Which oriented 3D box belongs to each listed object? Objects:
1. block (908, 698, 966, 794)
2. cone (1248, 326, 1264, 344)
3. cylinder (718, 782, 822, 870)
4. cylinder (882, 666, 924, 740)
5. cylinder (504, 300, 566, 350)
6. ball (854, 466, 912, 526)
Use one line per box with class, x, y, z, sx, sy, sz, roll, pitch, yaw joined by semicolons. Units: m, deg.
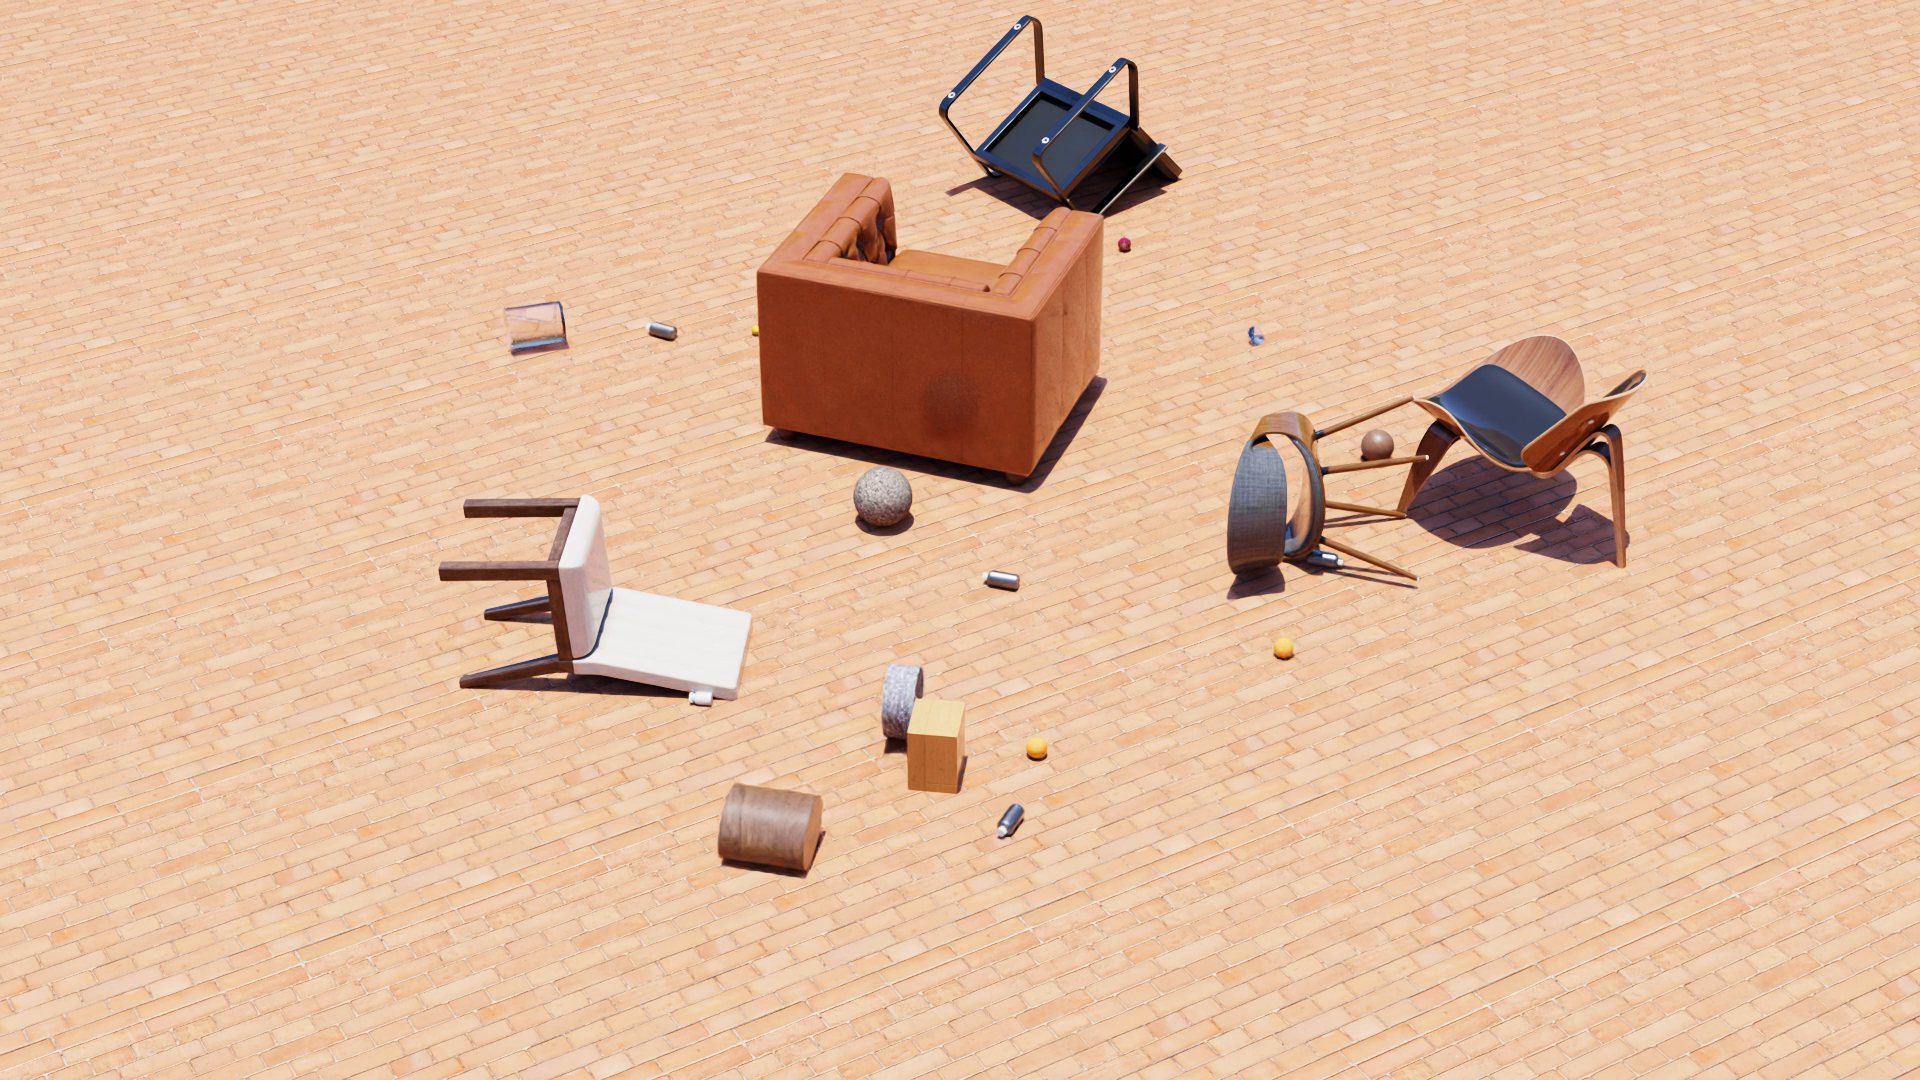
block;-0.078;0.681;9.696;0.165;0.236;0.193;4;34;6
cone;1.221;-0.842;12.197;0.082;0.040;0.096;52;48;-4
cylinder;-0.606;0.915;9.376;0.282;0.180;0.252;7;62;11
cylinder;-0.192;0.548;9.880;0.106;0.268;0.243;4;75;6
cylinder;-1.760;-0.891;12.137;0.230;0.178;0.169;-9;67;-14
ball;-0.289;-0.163;10.989;0.223;0.223;0.223;0;33;0
